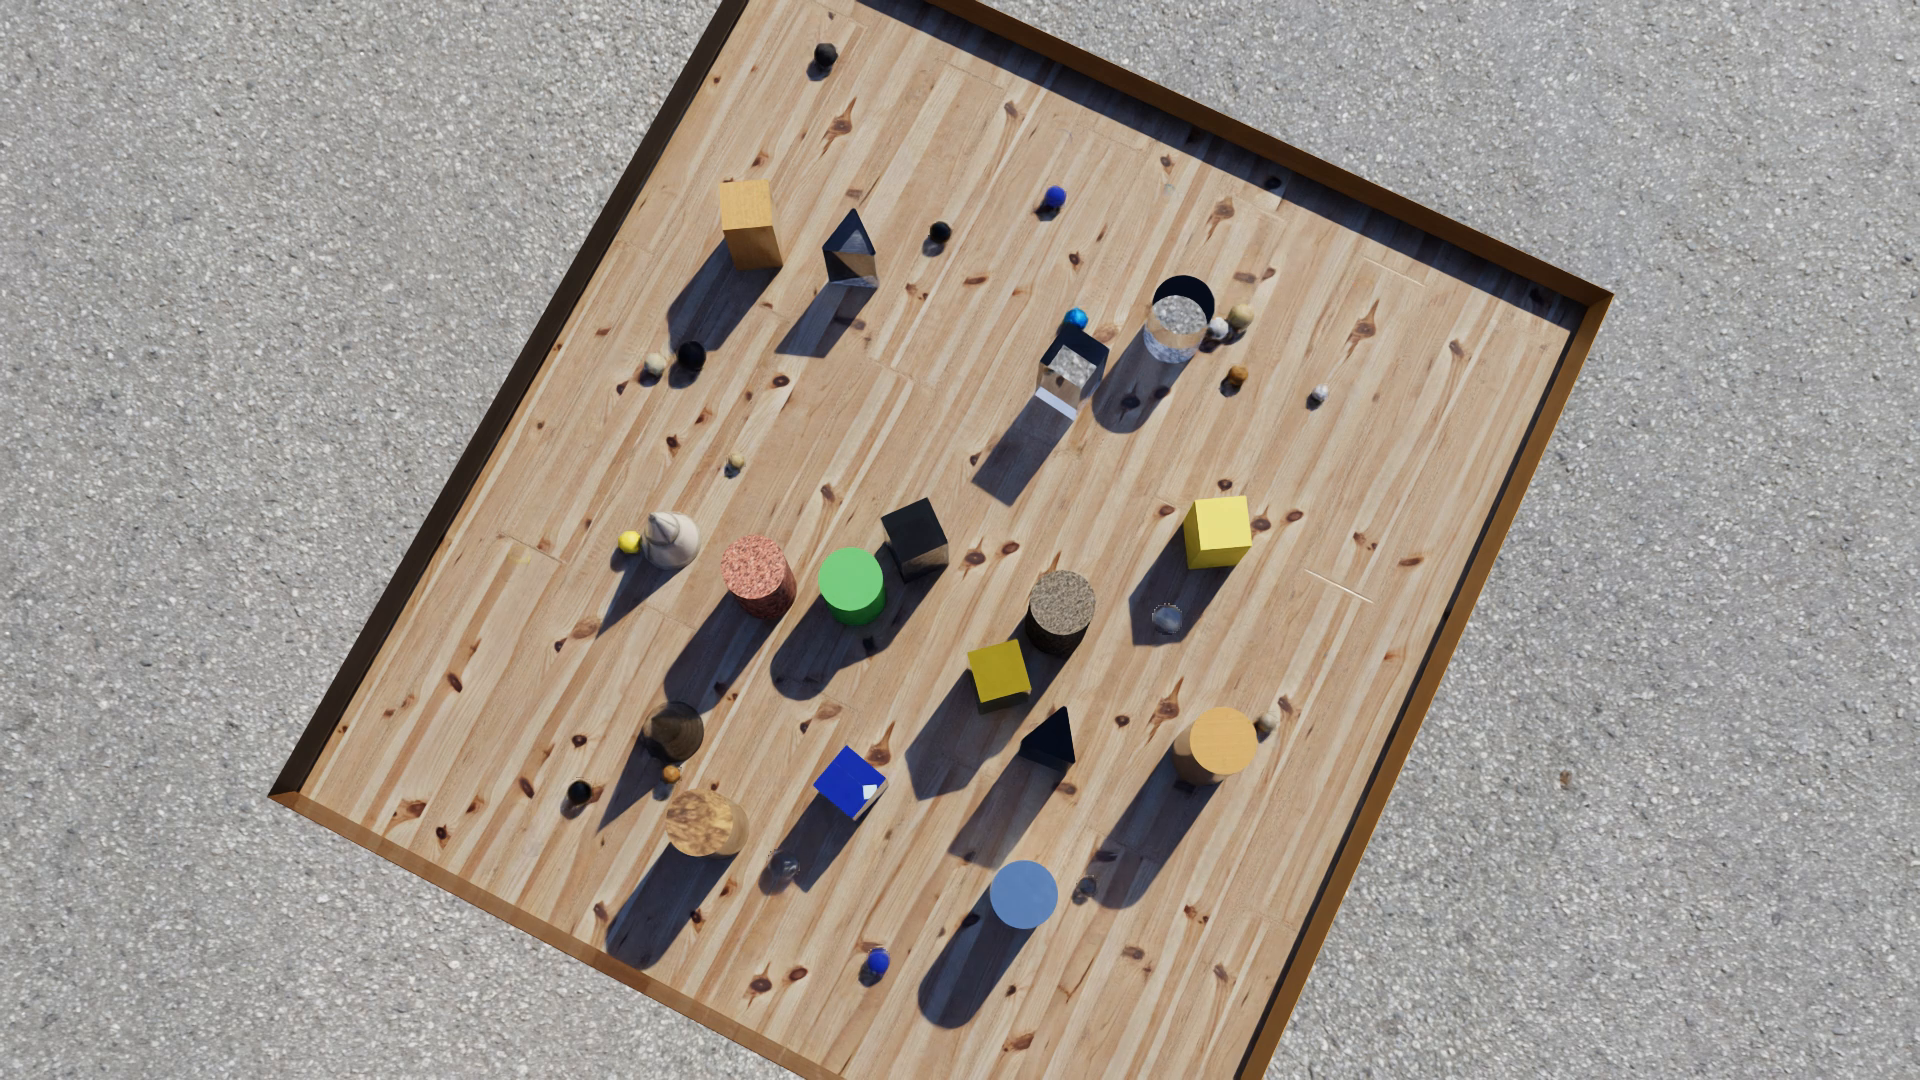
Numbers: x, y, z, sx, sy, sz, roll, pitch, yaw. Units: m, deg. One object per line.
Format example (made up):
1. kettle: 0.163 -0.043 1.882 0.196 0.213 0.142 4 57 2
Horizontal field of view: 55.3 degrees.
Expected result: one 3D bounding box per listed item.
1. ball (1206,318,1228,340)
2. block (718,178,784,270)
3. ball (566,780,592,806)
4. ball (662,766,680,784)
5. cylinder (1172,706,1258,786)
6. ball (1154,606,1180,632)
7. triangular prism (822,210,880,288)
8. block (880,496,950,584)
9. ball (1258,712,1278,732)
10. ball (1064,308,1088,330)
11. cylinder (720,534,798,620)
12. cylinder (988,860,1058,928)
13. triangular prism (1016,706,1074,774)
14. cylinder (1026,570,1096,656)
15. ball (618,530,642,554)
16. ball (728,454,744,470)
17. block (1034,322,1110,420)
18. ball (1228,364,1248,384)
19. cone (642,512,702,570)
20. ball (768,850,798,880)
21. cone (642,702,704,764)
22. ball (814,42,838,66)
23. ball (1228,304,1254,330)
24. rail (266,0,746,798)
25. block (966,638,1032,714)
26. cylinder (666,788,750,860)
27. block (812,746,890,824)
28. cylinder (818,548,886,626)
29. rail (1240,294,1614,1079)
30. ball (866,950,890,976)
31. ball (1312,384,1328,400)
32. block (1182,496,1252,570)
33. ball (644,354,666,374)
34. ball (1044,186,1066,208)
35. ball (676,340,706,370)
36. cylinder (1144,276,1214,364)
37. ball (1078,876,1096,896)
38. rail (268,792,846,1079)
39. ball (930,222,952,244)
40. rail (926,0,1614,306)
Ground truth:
1. ball: 0.804 -0.659 5.718 0.069 0.069 0.069 0 78 0
2. block: -0.639 -0.966 5.637 0.149 0.351 0.149 -6 78 -1
3. ball: -1.125 0.748 5.424 0.074 0.074 0.074 0 78 0
4. ball: -0.855 0.694 5.420 0.055 0.055 0.055 0 78 0
5. cylinder: 0.724 0.598 5.259 0.186 0.457 0.186 0 78 0
6. ball: 0.626 0.240 5.526 0.080 0.080 0.080 0 78 0
7. triangular prism: -0.327 -0.903 5.654 0.161 0.293 0.140 6 78 1
8. block: -0.132 0.005 5.445 0.149 0.333 0.149 -24 79 -5
9. ball: 0.918 0.545 5.474 0.059 0.059 0.059 0 78 0
10. ball: 0.362 -0.686 5.720 0.074 0.074 0.074 0 78 0
11. cylinder: -0.589 0.114 5.404 0.186 0.370 0.186 0 78 0
12. cylinder: 0.177 1.012 5.221 0.186 0.364 0.186 0 78 0
13. triangular prism: 0.270 0.567 5.313 0.161 0.365 0.140 21 79 4
14. cylinder: 0.290 0.217 5.367 0.186 0.401 0.186 0 78 0
15. ball: -1.002 0.007 5.565 0.071 0.071 0.071 0 78 0
16. ball: -0.688 -0.242 5.642 0.048 0.048 0.048 0 78 0
17. block: 0.336 -0.507 5.542 0.149 0.351 0.149 34 80 7
18. ball: 0.862 -0.513 5.690 0.063 0.063 0.063 0 78 0
19. cone: -0.885 -0.038 5.422 0.186 0.395 0.186 0 78 0
20. ball: -0.518 0.953 5.375 0.088 0.088 0.088 0 78 0
21. cone: -0.860 0.536 5.303 0.186 0.396 0.186 0 78 0
22. ball: -0.432 -1.563 5.901 0.075 0.075 0.075 0 78 0
23. ball: 0.878 -0.698 5.720 0.080 0.080 0.080 0 78 0
24. rail: -1.287 -0.624 5.683 0.045 0.121 3.184 26 80 5
25. block: 0.111 0.404 5.365 0.149 0.328 0.149 -15 79 -3
26. cylinder: -0.718 0.817 5.241 0.186 0.404 0.186 0 78 0
27. block: -0.315 0.714 5.336 0.149 0.260 0.149 39 81 7
28. cylinder: -0.317 0.142 5.440 0.186 0.288 0.186 0 78 0
29. rail: 1.287 0.637 5.422 0.045 0.121 3.184 26 80 5
30. ball: -0.238 1.230 5.327 0.068 0.068 0.068 0 78 0
31. ball: 1.119 -0.457 5.686 0.050 0.050 0.050 0 78 0
32. block: 0.765 -0.020 5.466 0.149 0.302 0.149 -5 78 -1
33. ball: -0.947 -0.547 5.696 0.065 0.065 0.065 0 78 0
34. ball: 0.303 -1.086 5.806 0.069 0.069 0.069 0 78 0
35. ball: -0.834 -0.572 5.687 0.093 0.093 0.093 0 78 0
36. cylinder: 0.668 -0.673 5.608 0.186 0.289 0.186 0 78 0
37. ball: 0.374 1.016 5.378 0.055 0.055 0.055 0 78 0
38. rail: -0.701 1.380 5.268 2.926 0.121 0.045 26 80 5
39. ball: -0.062 -0.970 5.781 0.070 0.070 0.070 0 78 0
40. rail: 0.701 -1.367 5.836 2.926 0.121 0.045 26 80 5
